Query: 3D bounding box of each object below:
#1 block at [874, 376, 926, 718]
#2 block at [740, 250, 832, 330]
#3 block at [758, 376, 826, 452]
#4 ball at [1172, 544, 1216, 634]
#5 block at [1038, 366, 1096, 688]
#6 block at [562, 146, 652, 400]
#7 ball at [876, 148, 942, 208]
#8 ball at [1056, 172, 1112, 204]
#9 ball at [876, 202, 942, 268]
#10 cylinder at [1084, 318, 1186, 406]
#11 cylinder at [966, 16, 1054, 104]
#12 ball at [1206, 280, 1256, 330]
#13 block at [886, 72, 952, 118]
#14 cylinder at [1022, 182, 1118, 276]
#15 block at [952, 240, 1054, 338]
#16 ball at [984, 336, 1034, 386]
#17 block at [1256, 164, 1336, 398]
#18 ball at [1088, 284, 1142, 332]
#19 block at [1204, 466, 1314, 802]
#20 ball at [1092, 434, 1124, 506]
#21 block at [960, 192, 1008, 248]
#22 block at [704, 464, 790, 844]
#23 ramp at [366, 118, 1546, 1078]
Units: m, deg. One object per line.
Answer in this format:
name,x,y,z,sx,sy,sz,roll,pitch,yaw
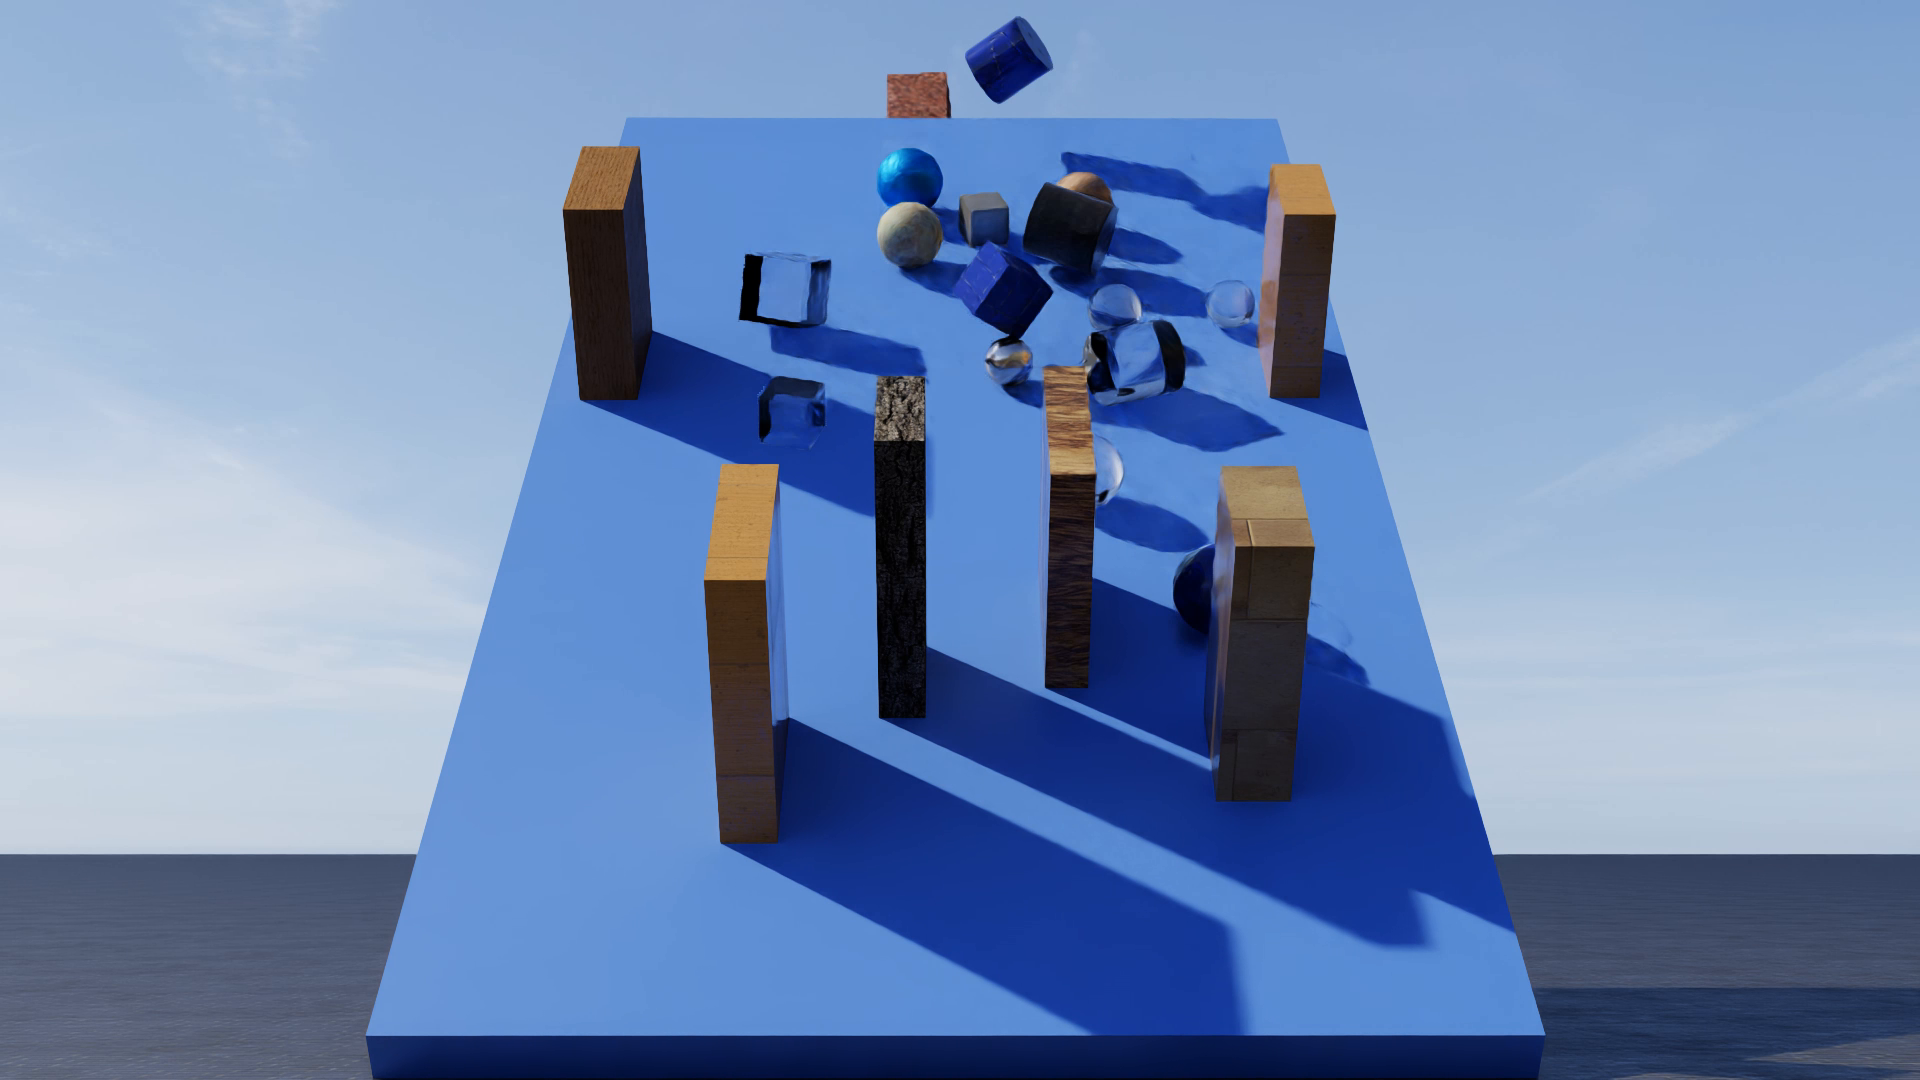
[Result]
block,-0.115,0.018,4.852,0.094,0.641,0.253,0,32,0
block,-0.447,-0.644,6.288,0.168,0.168,0.168,11,13,19
block,-0.400,-0.302,5.843,0.122,0.122,0.122,9,33,14
ball,0.541,0.104,5.141,0.193,0.193,0.193,0,-7,0
block,0.217,-0.029,5.054,0.088,0.508,0.438,0,32,0
block,-0.864,-0.659,6.041,0.142,0.510,0.372,0,32,0
ball,-0.142,-1.010,6.903,0.188,0.188,0.188,0,-7,0
ball,0.338,-0.938,6.808,0.172,0.172,0.172,0,-7,0
ball,-0.135,-0.824,6.617,0.179,0.179,0.179,0,-7,0
cylinder,0.426,-0.434,5.991,0.184,0.184,0.184,-13,-2,-23
cylinder,0.146,-1.421,7.256,0.187,0.187,0.187,-31,-19,20
ball,0.699,-0.610,6.331,0.128,0.128,0.128,0,-7,0
block,-0.128,-1.327,7.668,0.186,0.186,0.186,-2,-31,4
cylinder,0.297,-0.836,6.582,0.197,0.197,0.197,20,-3,11
block,0.107,-0.621,6.097,0.152,0.152,0.152,27,17,-33
ball,0.122,-0.442,6.067,0.122,0.122,0.122,0,-7,0
block,0.825,-0.638,6.034,0.123,0.493,0.294,0,32,0
ball,0.397,-0.587,6.281,0.142,0.142,0.142,0,-7,0
block,0.563,0.180,4.659,0.142,0.579,0.283,0,32,0
ball,0.290,-0.157,5.574,0.170,0.170,0.170,0,-7,0
block,0.066,-0.888,6.785,0.109,0.109,0.109,-9,33,-14
block,-0.395,0.212,4.593,0.107,0.588,0.397,0,32,0
ramp,-0.015,-0.187,5.870,2.000,0.100,4.000,0,32,0
